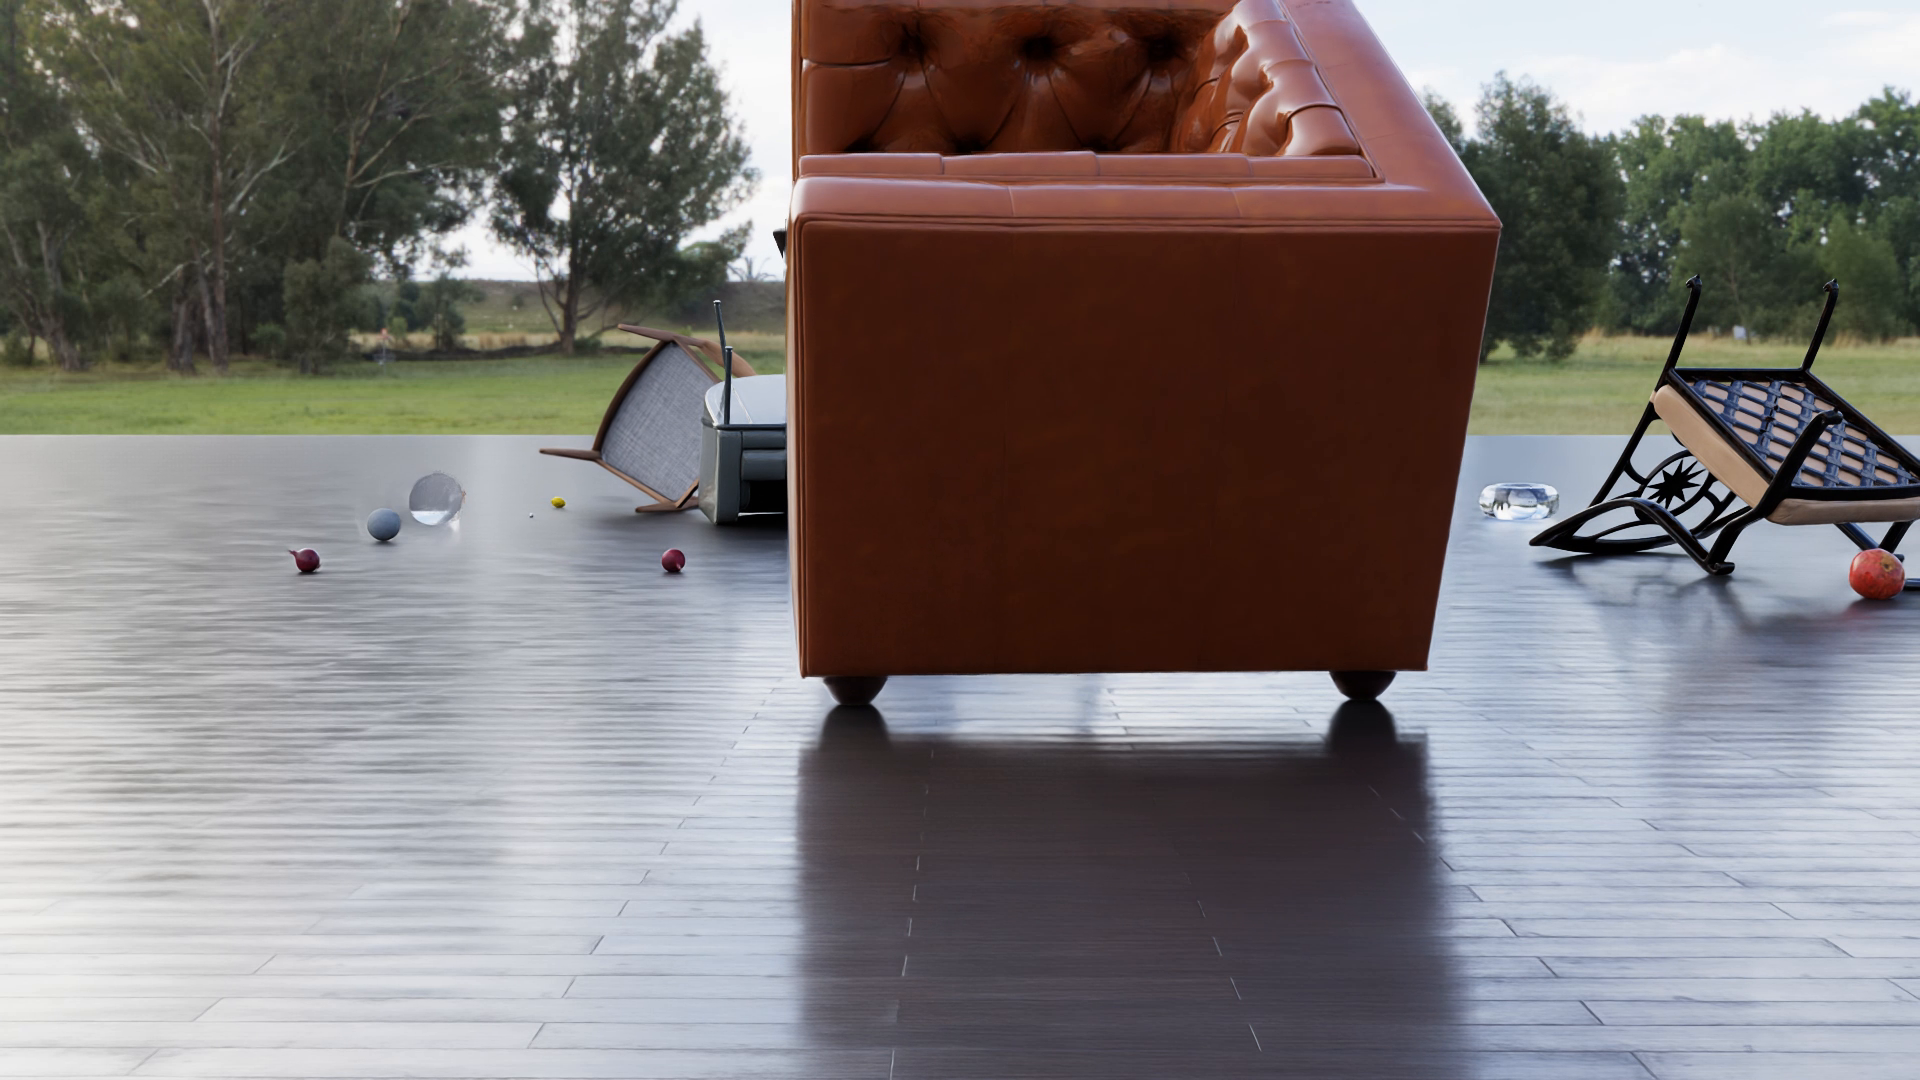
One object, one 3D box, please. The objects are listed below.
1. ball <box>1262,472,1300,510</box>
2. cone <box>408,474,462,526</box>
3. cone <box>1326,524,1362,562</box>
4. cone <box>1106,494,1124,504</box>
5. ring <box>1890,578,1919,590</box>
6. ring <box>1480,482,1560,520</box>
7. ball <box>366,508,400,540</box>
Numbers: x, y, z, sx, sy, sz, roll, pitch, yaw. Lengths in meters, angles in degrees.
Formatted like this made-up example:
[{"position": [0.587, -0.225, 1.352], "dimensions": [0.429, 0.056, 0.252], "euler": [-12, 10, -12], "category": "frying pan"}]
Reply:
[{"position": [1.187, -0.179, 8.125], "dimensions": [0.142, 0.142, 0.142], "euler": [0, 4, 0], "category": "ball"}, {"position": [-1.732, -0.103, 7.427], "dimensions": [0.181, 0.173, 0.322], "euler": [-34, -10, -6], "category": "cone"}, {"position": [1.013, 0.003, 5.796], "dimensions": [0.089, 0.097, 0.122], "euler": [-1, 4, -13], "category": "cone"}, {"position": [0.592, -0.150, 8.570], "dimensions": [0.079, 0.047, 0.047], "euler": [9, 35, 36], "category": "cone"}, {"position": [2.163, 0.100, 4.942], "dimensions": [0.167, 0.021, 0.102], "euler": [-1, 5, -21], "category": "ring"}, {"position": [1.959, -0.135, 7.697], "dimensions": [0.266, 0.114, 0.357], "euler": [4, 6, 28], "category": "ring"}, {"position": [-1.707, -0.046, 6.512], "dimensions": [0.097, 0.097, 0.097], "euler": [0, 4, 0], "category": "ball"}]
